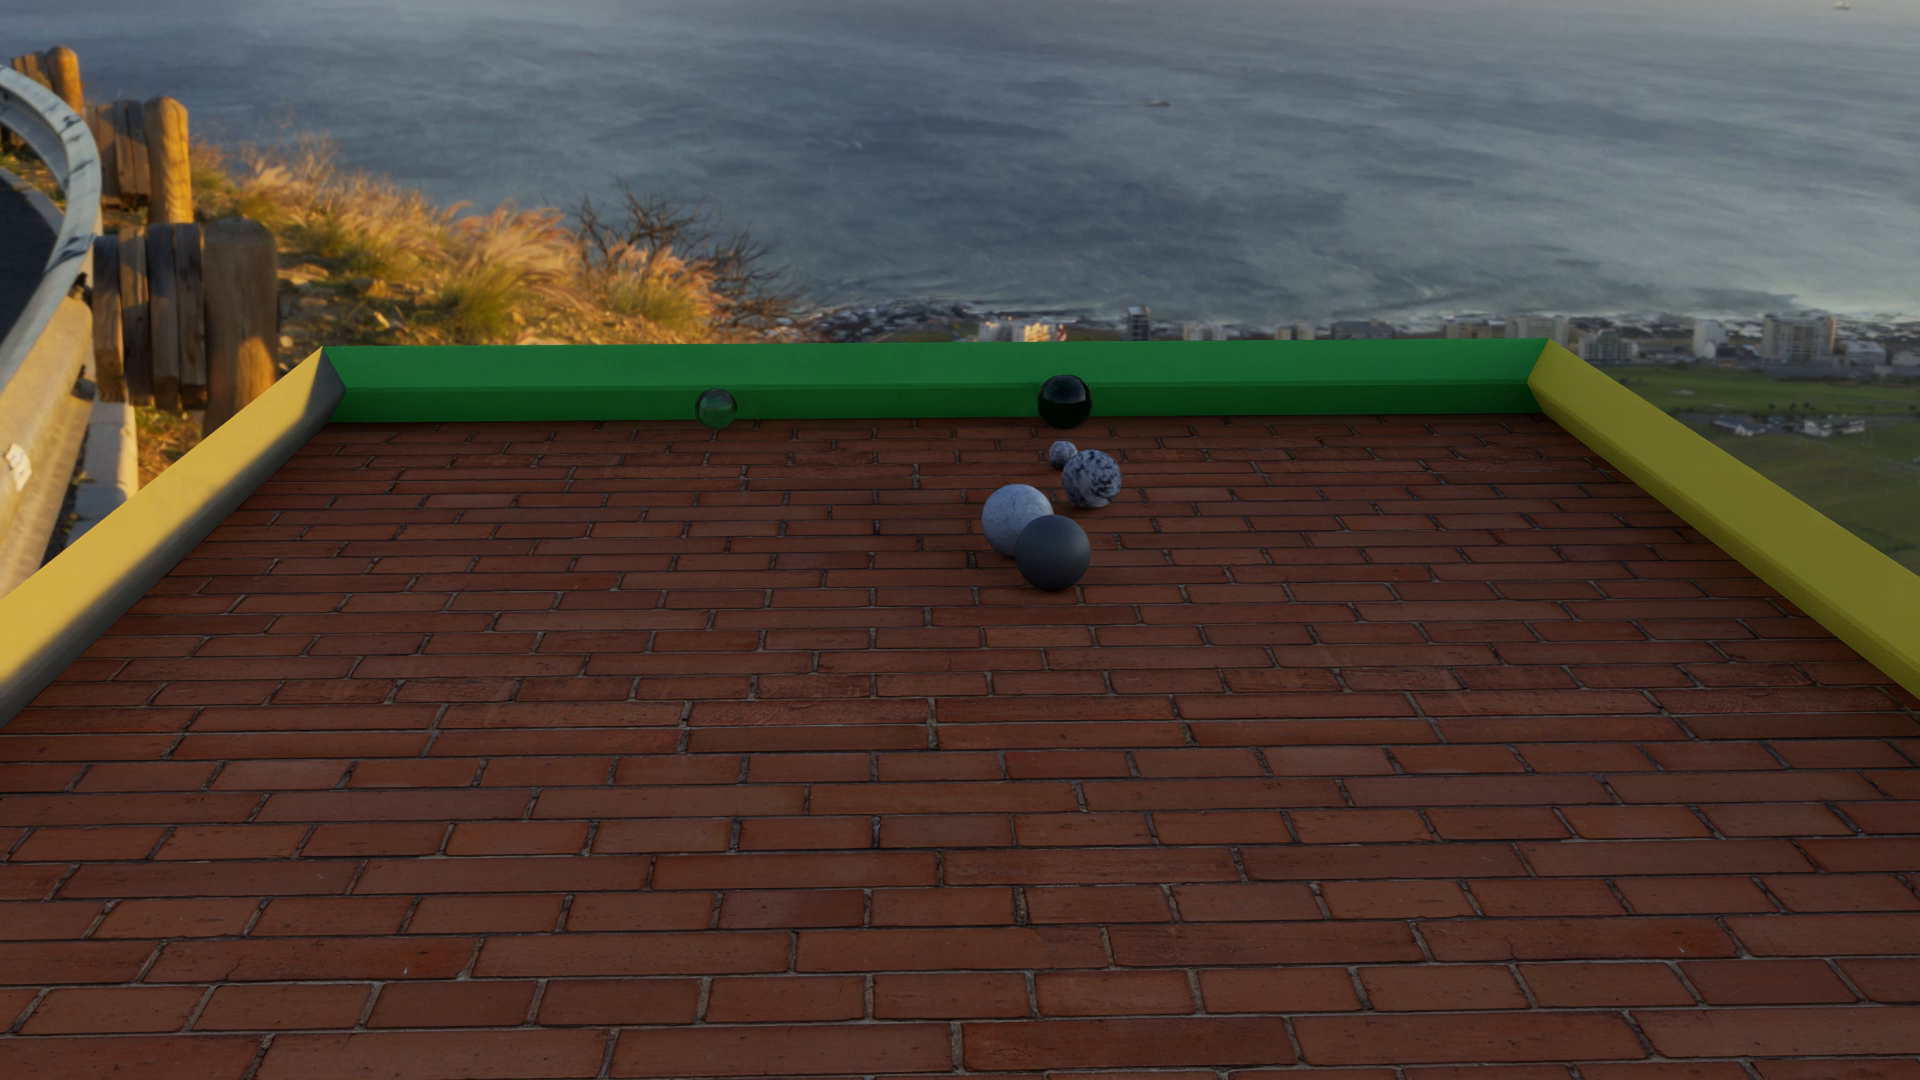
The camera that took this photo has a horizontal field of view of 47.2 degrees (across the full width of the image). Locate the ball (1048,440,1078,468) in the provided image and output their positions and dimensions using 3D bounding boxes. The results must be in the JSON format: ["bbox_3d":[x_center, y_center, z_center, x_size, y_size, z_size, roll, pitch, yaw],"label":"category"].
[{"bbox_3d":[0.151,-0.125,3.218,0.042,0.042,0.042,0,16,0],"label":"ball"}]

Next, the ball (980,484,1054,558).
[{"bbox_3d":[0.073,-0.024,2.777,0.093,0.093,0.093,0,16,0],"label":"ball"}]

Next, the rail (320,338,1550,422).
[{"bbox_3d":[-0.029,-0.251,3.507,1.965,0.121,0.045,-1,16,-2],"label":"rail"}]

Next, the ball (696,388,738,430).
[{"bbox_3d":[-0.383,-0.207,3.462,0.064,0.064,0.064,0,16,0],"label":"ball"}]

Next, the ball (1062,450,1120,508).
[{"bbox_3d":[0.179,-0.083,3.001,0.081,0.081,0.081,0,16,0],"label":"ball"}]

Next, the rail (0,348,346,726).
[{"bbox_3d":[-0.928,0.221,1.873,0.045,0.121,3.382,-1,16,-2],"label":"rail"}]

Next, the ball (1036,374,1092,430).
[{"bbox_3d":[0.163,-0.217,3.457,0.086,0.086,0.086,0,16,0],"label":"ball"}]

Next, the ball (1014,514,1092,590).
[{"bbox_3d":[0.111,0.015,2.642,0.092,0.092,0.092,0,16,0],"label":"ball"}]

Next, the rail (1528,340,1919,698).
[{"bbox_3d":[0.988,0.202,1.938,0.045,0.121,3.382,-1,16,-2],"label":"rail"}]
